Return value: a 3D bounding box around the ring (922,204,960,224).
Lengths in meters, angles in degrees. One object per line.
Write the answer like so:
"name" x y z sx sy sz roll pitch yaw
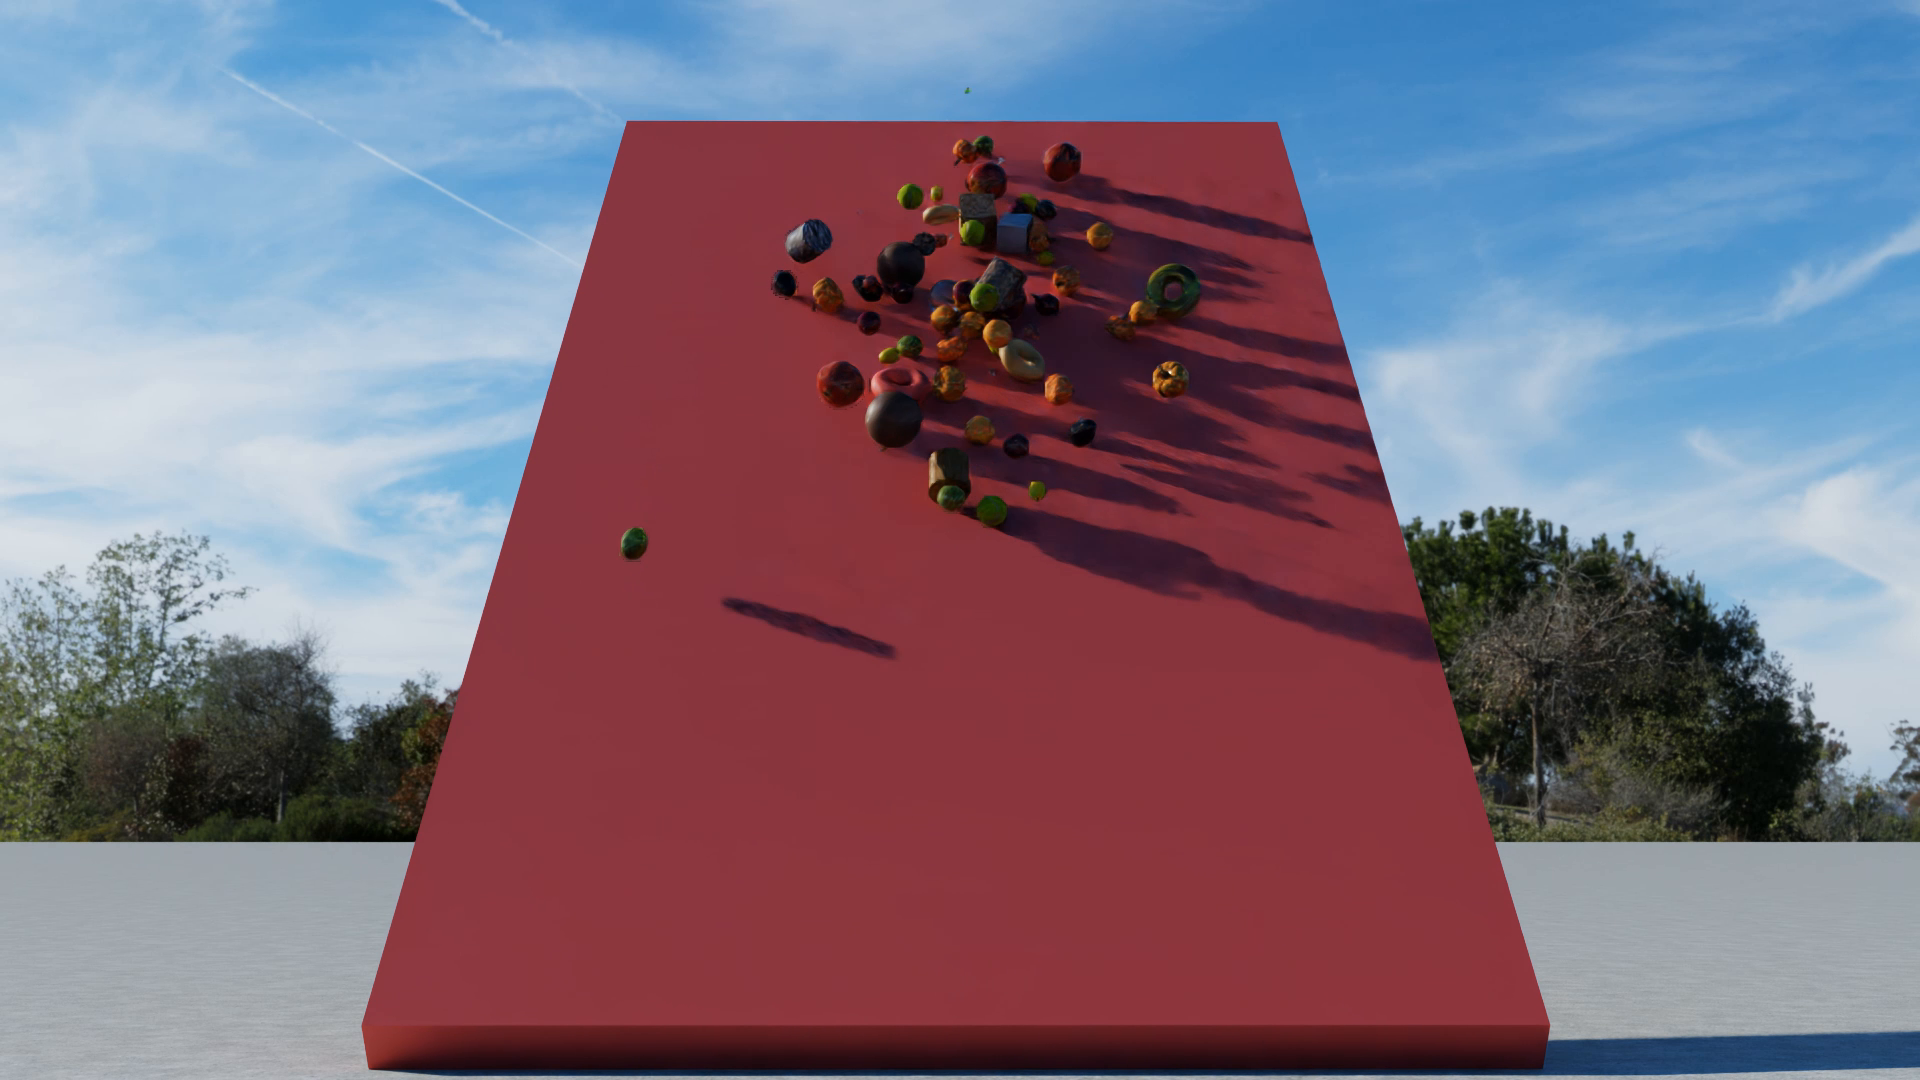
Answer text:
"ring" -0.051 -0.878 6.587 0.104 0.035 0.104 -9 -7 -1

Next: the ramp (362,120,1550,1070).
"ramp" -0.015 -0.193 5.834 2.000 0.100 4.000 0 32 0

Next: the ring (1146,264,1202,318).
"ring" 0.556 -0.649 6.365 0.148 0.148 0.049 -2 -10 15

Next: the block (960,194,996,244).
"block" 0.049 -0.886 6.742 0.099 0.099 0.099 -1 -43 -1

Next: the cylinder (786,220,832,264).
"cylinder" -0.406 -0.803 6.561 0.092 0.092 0.092 5 -16 -33

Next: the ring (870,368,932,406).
"ring" -0.144 -0.377 5.983 0.150 0.050 0.150 4 31 -2

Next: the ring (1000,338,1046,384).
"ring" 0.155 -0.445 6.059 0.132 0.132 0.044 6 -40 -41

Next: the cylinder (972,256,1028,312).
"cylinder" 0.101 -0.644 6.145 0.100 0.100 0.100 34 -3 2

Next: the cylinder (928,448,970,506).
"cylinder" -0.024 -0.143 5.546 0.094 0.094 0.094 0 -41 0

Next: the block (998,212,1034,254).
"block" 0.153 -0.843 6.709 0.083 0.083 0.083 8 34 12

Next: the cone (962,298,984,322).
"cone" 0.034 -0.603 6.348 0.057 0.057 0.057 0 32 0

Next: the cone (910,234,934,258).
"cone" -0.104 -0.802 6.578 0.065 0.065 0.065 1 24 -8

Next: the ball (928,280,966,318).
"ball" -0.033 -0.629 6.349 0.098 0.098 0.098 0 -7 0
